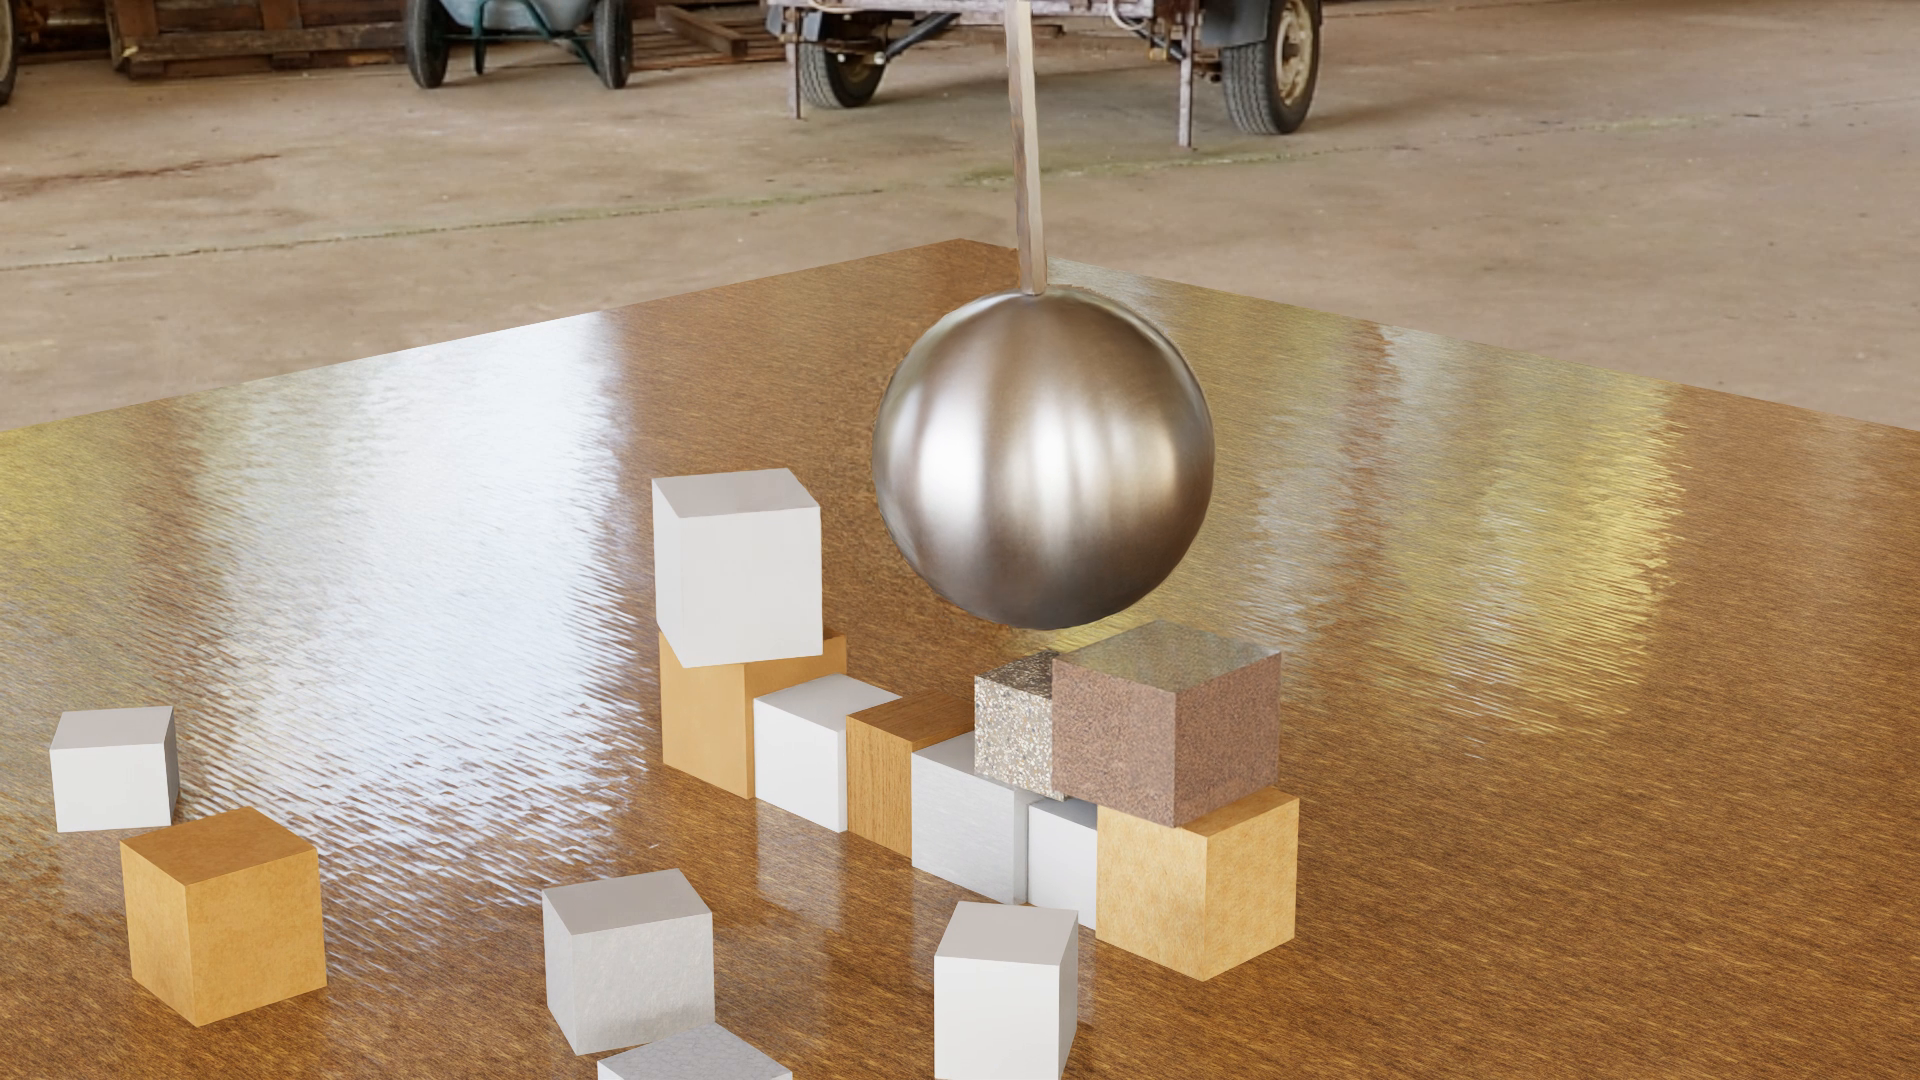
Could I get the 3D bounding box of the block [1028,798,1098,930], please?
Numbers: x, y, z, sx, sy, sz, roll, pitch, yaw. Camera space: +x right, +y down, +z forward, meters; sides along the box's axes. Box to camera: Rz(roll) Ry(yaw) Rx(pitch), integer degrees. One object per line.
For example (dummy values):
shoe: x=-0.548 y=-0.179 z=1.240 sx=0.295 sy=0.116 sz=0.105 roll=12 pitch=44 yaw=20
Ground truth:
block: x=0.653 y=1.395 z=13.120 sx=0.531 sy=0.471 sz=0.454 roll=-17 pitch=24 yaw=-42

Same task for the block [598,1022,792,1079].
block: x=-0.956 y=2.146 z=10.637 sx=0.505 sy=0.527 sz=0.503 roll=-13 pitch=22 yaw=-36

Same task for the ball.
ball: x=0.385 y=-0.382 z=13.626 sx=1.600 sy=1.600 sz=1.600 roll=0 pitch=17 yaw=0

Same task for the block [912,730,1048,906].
block: x=0.234 y=1.240 z=13.465 sx=0.639 sy=0.560 sz=0.652 roll=-17 pitch=24 yaw=-42

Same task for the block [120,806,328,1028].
block: x=-3.090 y=1.568 z=12.307 sx=0.594 sy=0.629 sz=0.603 roll=-14 pitch=22 yaw=-38

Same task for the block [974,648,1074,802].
block: x=0.428 y=0.821 z=13.105 sx=0.527 sy=0.456 sz=0.495 roll=16 pitch=23 yaw=41

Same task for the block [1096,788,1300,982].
block: x=1.026 y=1.423 z=12.713 sx=0.611 sy=0.661 sz=0.616 roll=-17 pitch=24 yaw=-42

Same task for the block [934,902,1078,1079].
block: x=0.189 y=1.810 z=11.704 sx=0.491 sy=0.529 sz=0.522 roll=3 pitch=18 yaw=10

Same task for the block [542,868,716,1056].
block: x=-1.357 y=1.718 z=11.996 sx=0.581 sy=0.528 sz=0.476 roll=-7 pitch=19 yaw=-21

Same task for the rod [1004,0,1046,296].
rod: x=0.167 y=-3.547 z=12.402 sx=0.080 sy=5.200 sz=0.080 roll=17 pitch=29 yaw=42

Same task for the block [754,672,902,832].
block: x=-0.593 y=1.023 z=14.235 sx=0.541 sy=0.512 sz=0.619 roll=-16 pitch=23 yaw=-41

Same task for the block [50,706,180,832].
block: x=-4.070 y=1.100 z=14.144 sx=0.522 sy=0.420 sz=0.512 roll=-3 pitch=18 yaw=-9

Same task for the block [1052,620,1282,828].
block: x=0.890 y=0.780 z=12.658 sx=0.674 sy=0.601 sz=0.726 roll=14 pitch=22 yaw=41

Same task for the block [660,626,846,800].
block: x=-1.030 y=0.794 z=14.654 sx=0.652 sy=0.698 sz=0.663 roll=-16 pitch=23 yaw=-41

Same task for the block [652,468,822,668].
block: x=-1.094 y=0.127 z=14.361 sx=0.686 sy=0.751 sz=0.702 roll=-5 pitch=18 yaw=-15

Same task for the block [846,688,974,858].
block: x=-0.179 y=1.099 z=13.876 sx=0.539 sy=0.582 sz=0.467 roll=-15 pitch=23 yaw=-40
